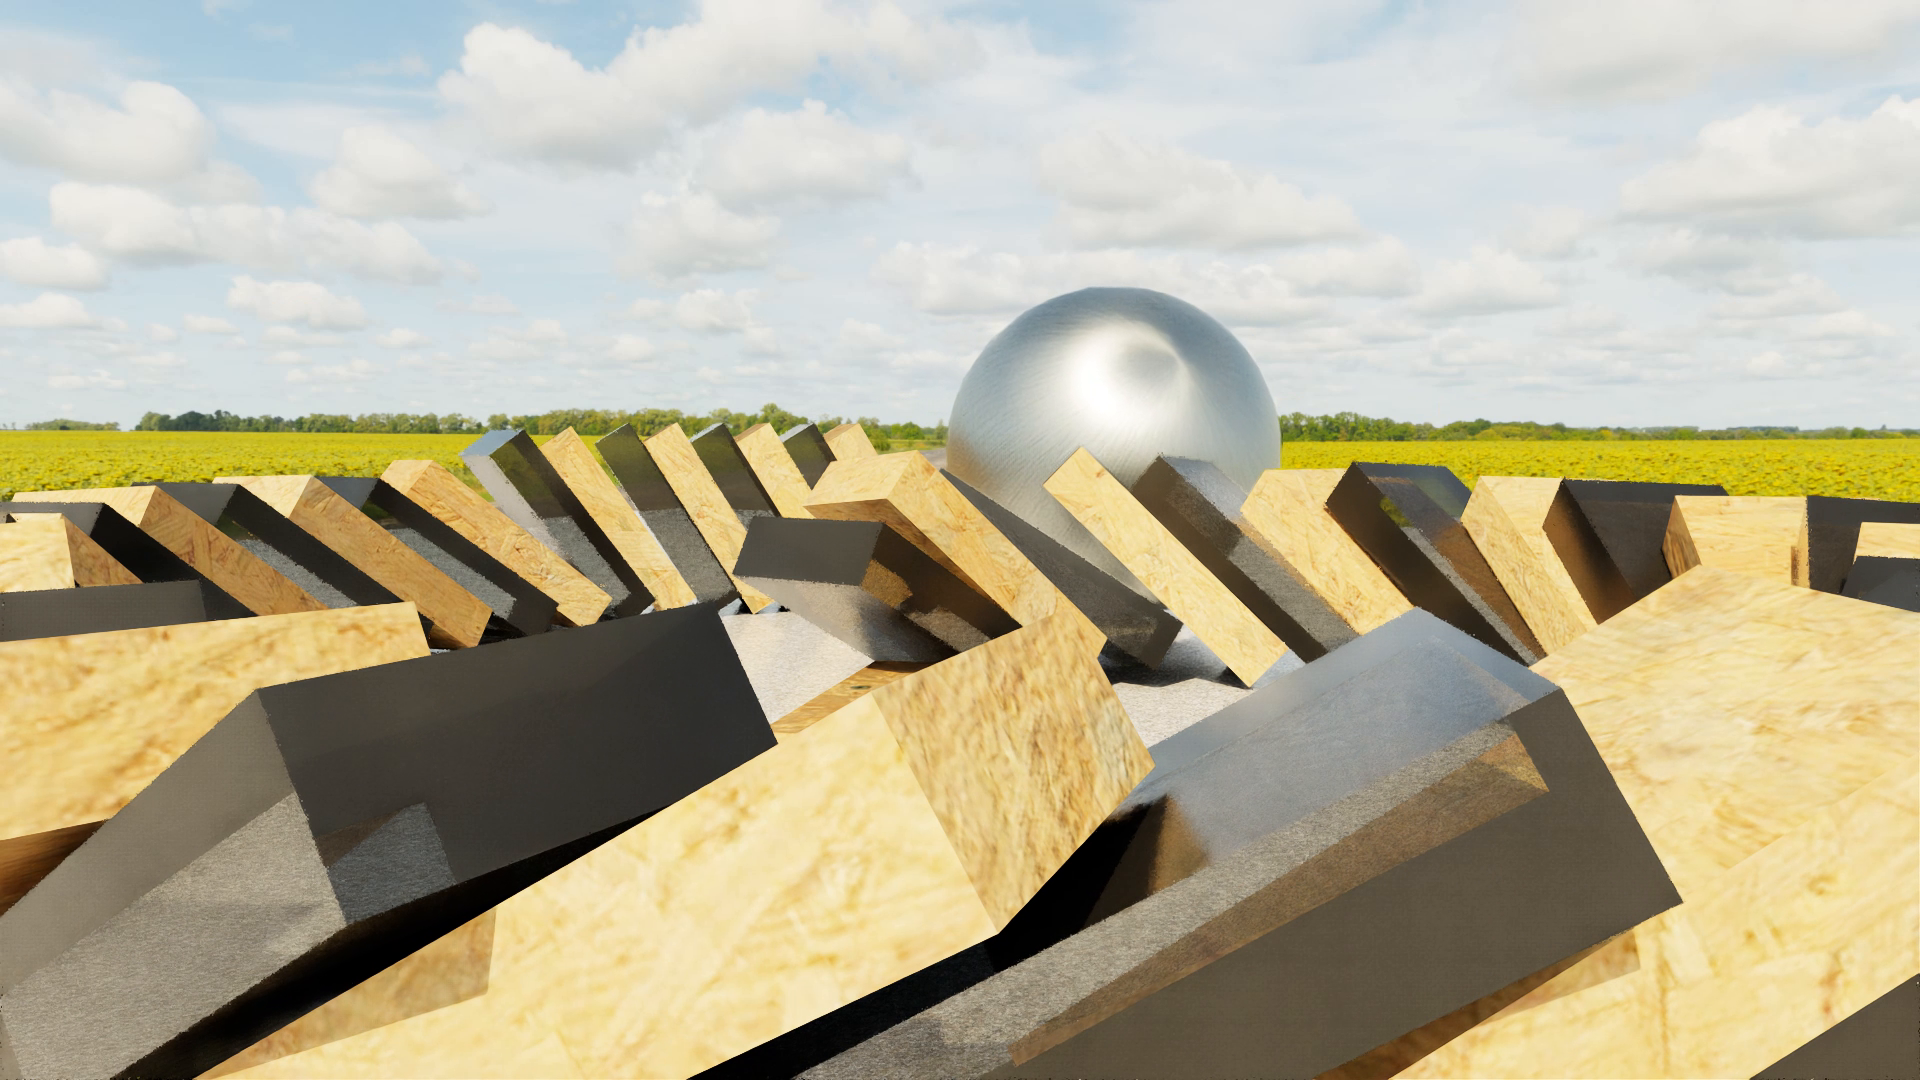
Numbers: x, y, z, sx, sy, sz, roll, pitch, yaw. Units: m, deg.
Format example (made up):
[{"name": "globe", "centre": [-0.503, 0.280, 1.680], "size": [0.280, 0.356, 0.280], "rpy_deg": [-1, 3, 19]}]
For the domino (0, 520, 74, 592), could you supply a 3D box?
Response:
[{"name": "domino", "centre": [-0.086, 0.016, 0.103], "size": [0.025, 0.010, 0.050], "rpy_deg": [-7, -26, -38]}]

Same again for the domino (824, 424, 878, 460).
[{"name": "domino", "centre": [-0.020, -0.007, 0.338], "size": [0.010, 0.050, 0.025], "rpy_deg": [-33, 12, -12]}]

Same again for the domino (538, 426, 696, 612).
[{"name": "domino", "centre": [-0.085, -0.004, 0.316], "size": [0.010, 0.050, 0.025], "rpy_deg": [-37, 14, -13]}]

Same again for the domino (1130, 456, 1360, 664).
[{"name": "domino", "centre": [0.056, 0.005, 0.236], "size": [0.050, 0.010, 0.025], "rpy_deg": [46, 23, 24]}]

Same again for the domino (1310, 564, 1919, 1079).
[{"name": "domino", "centre": [0.029, 0.020, 0.069], "size": [0.050, 0.010, 0.025], "rpy_deg": [-31, 10, -2]}]

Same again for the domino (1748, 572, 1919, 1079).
[{"name": "domino", "centre": [0.047, 0.020, 0.073], "size": [0.050, 0.010, 0.025], "rpy_deg": [-31, 9, -5]}]

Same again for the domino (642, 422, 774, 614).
[{"name": "domino", "centre": [-0.064, -0.006, 0.328], "size": [0.010, 0.050, 0.025], "rpy_deg": [-33, 12, -12]}]

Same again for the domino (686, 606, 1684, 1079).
[{"name": "domino", "centre": [0.006, 0.021, 0.065], "size": [0.050, 0.009, 0.025], "rpy_deg": [-30, 0, 9]}]

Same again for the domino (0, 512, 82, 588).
[{"name": "domino", "centre": [-0.117, 0.013, 0.153], "size": [0.025, 0.010, 0.050], "rpy_deg": [-3, -27, -12]}]

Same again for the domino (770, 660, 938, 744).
[{"name": "domino", "centre": [-0.006, 0.025, 0.170], "size": [0.025, 0.009, 0.050], "rpy_deg": [1, 4, 12]}]

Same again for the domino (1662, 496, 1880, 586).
[{"name": "domino", "centre": [0.107, 0.013, 0.159], "size": [0.025, 0.010, 0.050], "rpy_deg": [1, 37, 14]}]

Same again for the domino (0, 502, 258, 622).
[{"name": "domino", "centre": [-0.126, 0.011, 0.194], "size": [0.025, 0.010, 0.050], "rpy_deg": [0, -28, 6]}]

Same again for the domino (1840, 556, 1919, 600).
[{"name": "domino", "centre": [0.081, 0.019, 0.102], "size": [0.025, 0.010, 0.050], "rpy_deg": [4, 34, 45]}]

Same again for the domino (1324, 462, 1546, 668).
[{"name": "domino", "centre": [0.086, 0.007, 0.215], "size": [0.025, 0.010, 0.050], "rpy_deg": [0, 42, -32]}]

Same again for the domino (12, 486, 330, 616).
[{"name": "domino", "centre": [-0.126, 0.009, 0.211], "size": [0.025, 0.010, 0.050], "rpy_deg": [-2, -29, 12]}]

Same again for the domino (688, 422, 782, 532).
[{"name": "domino", "centre": [-0.053, -0.006, 0.331], "size": [0.010, 0.050, 0.025], "rpy_deg": [-33, 13, -12]}]

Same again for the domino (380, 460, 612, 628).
[{"name": "domino", "centre": [-0.104, 0.002, 0.285], "size": [0.025, 0.009, 0.050], "rpy_deg": [4, -33, 49]}]

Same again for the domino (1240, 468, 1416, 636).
[{"name": "domino", "centre": [0.075, 0.007, 0.226], "size": [0.025, 0.009, 0.050], "rpy_deg": [-3, 43, -38]}]

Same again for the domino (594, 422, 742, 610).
[{"name": "domino", "centre": [-0.074, -0.005, 0.323], "size": [0.009, 0.050, 0.025], "rpy_deg": [-34, 13, -12]}]

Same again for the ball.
[{"name": "ball", "centre": [0.036, -0.021, 0.309], "size": [0.080, 0.080, 0.080], "rpy_deg": [0, 4, 0]}]

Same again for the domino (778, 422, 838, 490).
[{"name": "domino", "centre": [-0.031, -0.006, 0.335], "size": [0.009, 0.050, 0.025], "rpy_deg": [-33, 12, -12]}]

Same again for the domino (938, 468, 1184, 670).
[{"name": "domino", "centre": [0.014, 0.006, 0.233], "size": [0.050, 0.009, 0.025], "rpy_deg": [33, -7, -4]}]

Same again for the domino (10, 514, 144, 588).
[{"name": "domino", "centre": [-0.122, 0.012, 0.174], "size": [0.025, 0.010, 0.050], "rpy_deg": [0, -27, -4]}]

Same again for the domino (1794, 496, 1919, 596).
[{"name": "domino", "centre": [0.107, 0.014, 0.140], "size": [0.025, 0.009, 0.050], "rpy_deg": [7, 39, 28]}]

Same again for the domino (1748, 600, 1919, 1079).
[{"name": "domino", "centre": [0.066, 0.019, 0.083], "size": [0.050, 0.009, 0.025], "rpy_deg": [-34, 16, -15]}]

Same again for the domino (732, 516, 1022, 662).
[{"name": "domino", "centre": [-0.009, 0.012, 0.198], "size": [0.025, 0.009, 0.050], "rpy_deg": [3, -23, 37]}]

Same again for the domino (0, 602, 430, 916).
[{"name": "domino", "centre": [-0.055, 0.020, 0.080], "size": [0.050, 0.010, 0.025], "rpy_deg": [-34, -18, 35]}]

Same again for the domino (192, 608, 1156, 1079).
[{"name": "domino", "centre": [-0.016, 0.021, 0.065], "size": [0.050, 0.010, 0.025], "rpy_deg": [-31, -7, 20]}]

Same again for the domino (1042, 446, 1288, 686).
[{"name": "domino", "centre": [0.036, 0.004, 0.234], "size": [0.050, 0.010, 0.025], "rpy_deg": [44, 5, 1]}]

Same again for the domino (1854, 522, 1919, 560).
[{"name": "domino", "centre": [0.097, 0.017, 0.120], "size": [0.025, 0.010, 0.050], "rpy_deg": [4, 37, 40]}]

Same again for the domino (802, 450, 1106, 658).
[{"name": "domino", "centre": [0.000, 0.006, 0.216], "size": [0.050, 0.010, 0.025], "rpy_deg": [44, -26, -28]}]

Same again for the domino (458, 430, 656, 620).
[{"name": "domino", "centre": [-0.094, -0.003, 0.301], "size": [0.010, 0.050, 0.025], "rpy_deg": [-44, 27, -25]}]

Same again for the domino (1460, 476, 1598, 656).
[{"name": "domino", "centre": [0.101, 0.009, 0.198], "size": [0.025, 0.010, 0.050], "rpy_deg": [1, 39, -8]}]

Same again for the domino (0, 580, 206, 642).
[{"name": "domino", "centre": [-0.073, 0.019, 0.092], "size": [0.025, 0.010, 0.050], "rpy_deg": [-4, -25, -43]}]

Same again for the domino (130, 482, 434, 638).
[{"name": "domino", "centre": [-0.123, 0.007, 0.232], "size": [0.025, 0.010, 0.050], "rpy_deg": [2, -30, 22]}]

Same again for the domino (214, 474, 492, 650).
[{"name": "domino", "centre": [-0.117, 0.005, 0.247], "size": [0.025, 0.009, 0.050], "rpy_deg": [0, -31, 24]}]

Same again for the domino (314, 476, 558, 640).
[{"name": "domino", "centre": [-0.110, 0.005, 0.265], "size": [0.025, 0.010, 0.050], "rpy_deg": [3, -29, 33]}]

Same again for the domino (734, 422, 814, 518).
[{"name": "domino", "centre": [-0.042, -0.006, 0.333], "size": [0.009, 0.050, 0.025], "rpy_deg": [-33, 13, -12]}]

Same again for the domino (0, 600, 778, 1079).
[{"name": "domino", "centre": [-0.036, 0.020, 0.070], "size": [0.050, 0.010, 0.025], "rpy_deg": [-33, -12, 30]}]

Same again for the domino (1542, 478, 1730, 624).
[{"name": "domino", "centre": [0.105, 0.010, 0.181], "size": [0.025, 0.009, 0.050], "rpy_deg": [2, 39, -2]}]
